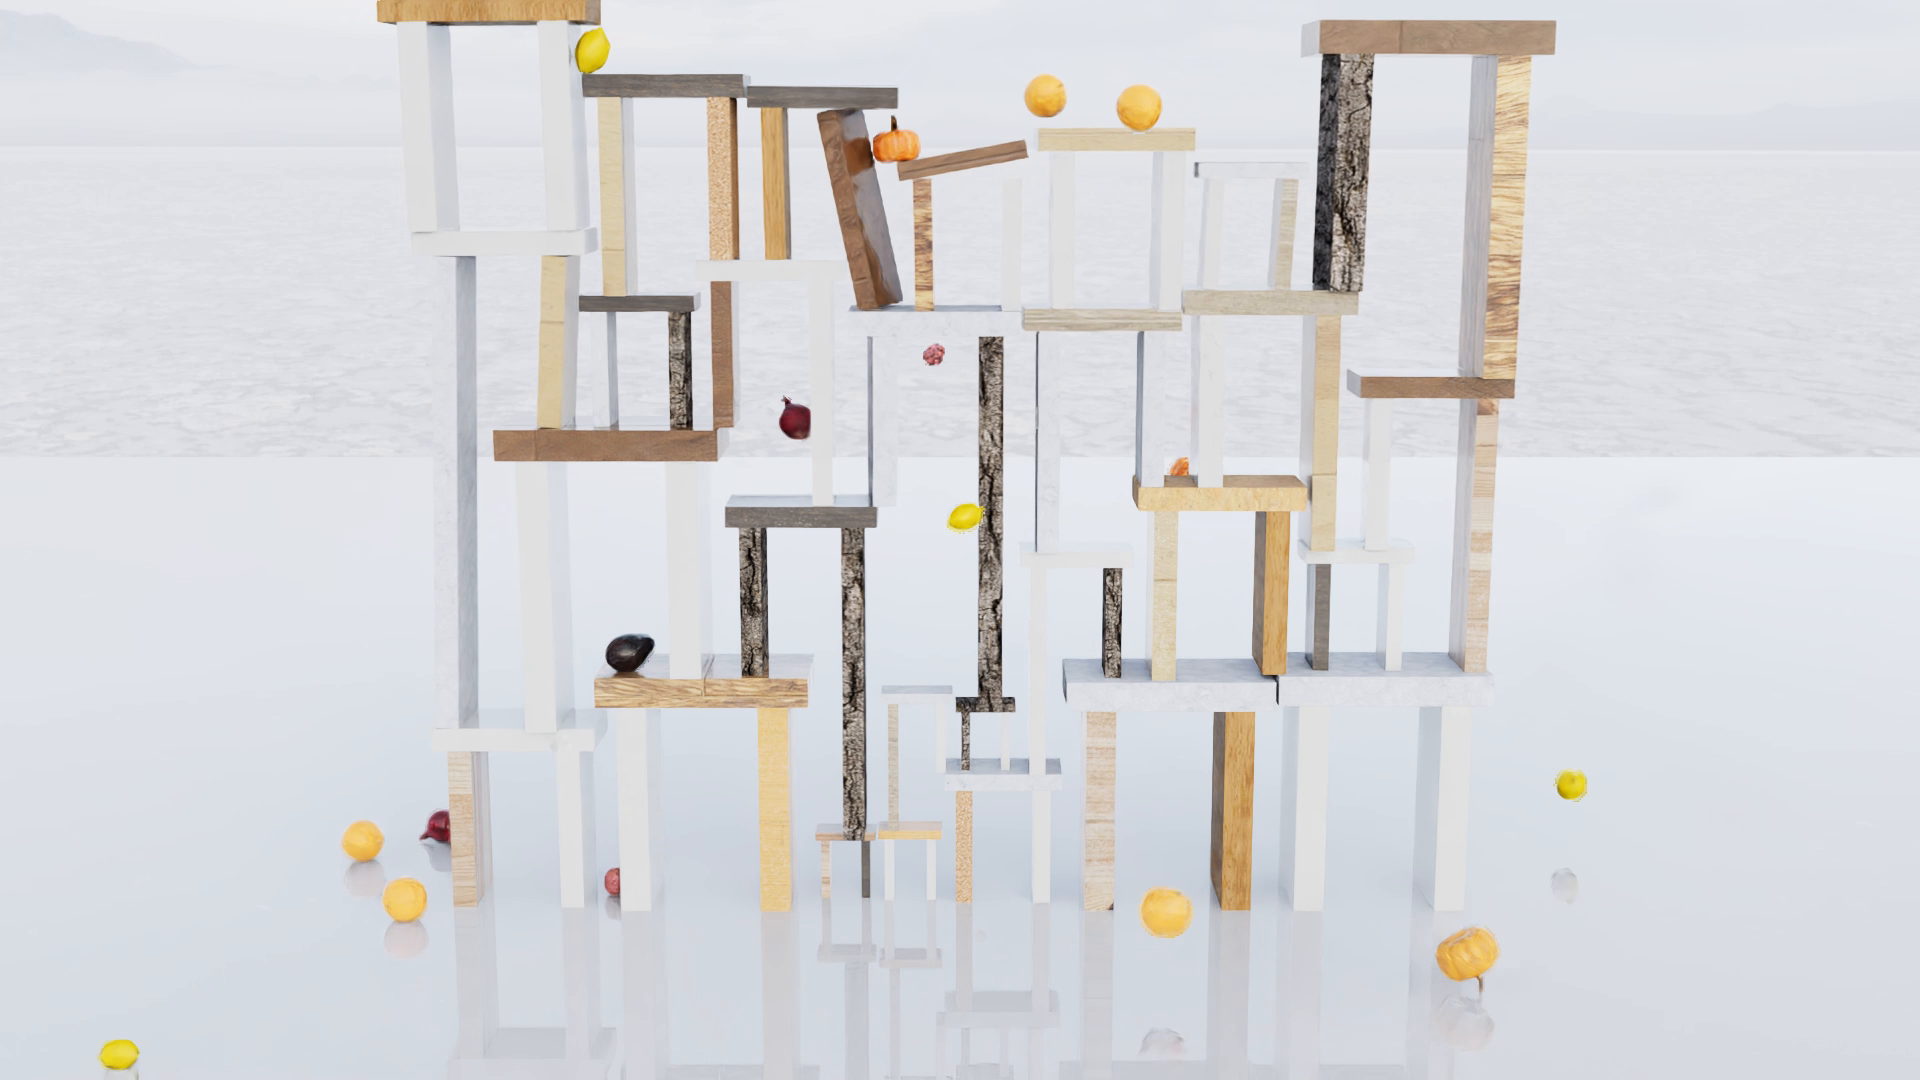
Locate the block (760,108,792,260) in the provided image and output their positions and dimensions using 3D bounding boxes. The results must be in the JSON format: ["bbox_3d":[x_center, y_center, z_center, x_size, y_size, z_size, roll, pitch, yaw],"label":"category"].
[{"bbox_3d":[-0.288,-0.561,3.457,0.033,0.231,0.116,-1,11,0],"label":"block"}]

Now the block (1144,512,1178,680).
[{"bbox_3d":[0.327,0.078,3.574,0.038,0.277,0.133,0,11,0],"label":"block"}]

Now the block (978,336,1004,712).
[{"bbox_3d":[0.049,-0.033,3.555,0.038,0.605,0.135,0,11,0],"label":"block"}]

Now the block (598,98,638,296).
[{"bbox_3d":[-0.538,-0.541,3.460,0.035,0.304,0.124,0,11,1],"label":"block"}]

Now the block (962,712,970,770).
[{"bbox_3d":[0.009,0.326,3.625,0.014,0.098,0.049,0,11,0],"label":"block"}]

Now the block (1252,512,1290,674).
[{"bbox_3d":[0.505,0.073,3.573,0.038,0.266,0.133,0,10,0],"label":"block"}]

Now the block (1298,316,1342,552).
[{"bbox_3d":[0.576,-0.178,3.528,0.039,0.375,0.136,0,11,0],"label":"block"}]

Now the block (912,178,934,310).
[{"bbox_3d":[-0.057,-0.469,3.476,0.029,0.203,0.102,-1,11,0],"label":"block"}]

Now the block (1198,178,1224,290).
[{"bbox_3d":[0.396,-0.485,3.472,0.024,0.170,0.085,3,11,0],"label":"block"}]

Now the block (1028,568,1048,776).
[{"bbox_3d":[0.126,0.206,3.594,0.026,0.345,0.091,0,11,0],"label":"block"}]

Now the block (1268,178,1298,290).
[{"bbox_3d":[0.510,-0.485,3.472,0.024,0.170,0.085,3,10,-1],"label":"block"}]

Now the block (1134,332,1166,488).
[{"bbox_3d":[0.305,-0.216,3.519,0.035,0.247,0.123,0,11,-1],"label":"block"}]

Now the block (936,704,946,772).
[{"bbox_3d":[-0.032,0.318,3.615,0.016,0.116,0.058,0,11,0],"label":"block"}]

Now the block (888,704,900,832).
[{"bbox_3d":[-0.109,0.367,3.624,0.016,0.216,0.058,0,11,0],"label":"block"}]

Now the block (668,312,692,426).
[{"bbox_3d":[-0.446,-0.277,3.508,0.026,0.181,0.090,0,11,0],"label":"block"}]

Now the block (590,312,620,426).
[{"bbox_3d":[-0.567,-0.277,3.509,0.026,0.181,0.090,0,11,1],"label":"block"}]

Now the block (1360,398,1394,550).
[{"bbox_3d":[0.670,-0.115,3.543,0.034,0.243,0.122,1,11,5],"label":"block"}]

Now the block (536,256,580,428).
[{"bbox_3d":[-0.638,-0.321,3.501,0.038,0.268,0.134,4,11,-1],"label":"block"}]

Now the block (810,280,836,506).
[{"bbox_3d":[-0.218,-0.239,3.514,0.033,0.356,0.115,0,11,-1],"label":"block"}]

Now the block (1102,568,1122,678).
[{"bbox_3d":[0.247,0.125,3.579,0.026,0.182,0.091,0,11,0],"label":"block"}]

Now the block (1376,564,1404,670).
[{"bbox_3d":[0.701,0.117,3.585,0.025,0.176,0.088,0,11,0],"label":"block"}]

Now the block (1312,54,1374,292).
[{"bbox_3d":[0.601,-0.577,3.457,0.051,0.358,0.179,1,11,0],"label":"block"}]

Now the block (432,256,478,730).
[{"bbox_3d":[-0.813,-0.080,3.545,0.038,0.757,0.134,2,11,1],"label":"block"}]

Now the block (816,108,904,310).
[{"bbox_3d":[-0.157,-0.522,3.472,0.033,0.311,0.116,-10,6,21],"label":"block"}]

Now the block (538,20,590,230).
[{"bbox_3d":[-0.619,-0.648,3.445,0.045,0.316,0.158,-1,11,-1],"label":"block"}]

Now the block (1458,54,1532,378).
[{"bbox_3d":[0.842,-0.511,3.472,0.051,0.494,0.179,0,11,0],"label":"block"}]

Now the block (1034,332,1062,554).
[{"bbox_3d":[0.140,-0.163,3.527,0.035,0.353,0.123,0,11,0],"label":"block"}]

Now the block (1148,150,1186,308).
[{"bbox_3d":[0.326,-0.491,3.465,0.034,0.242,0.121,0,11,-3],"label":"block"}]

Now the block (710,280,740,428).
[{"bbox_3d":[-0.373,-0.301,3.503,0.033,0.230,0.115,0,11,0],"label":"block"}]

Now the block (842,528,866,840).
[{"bbox_3d":[-0.173,0.225,3.597,0.034,0.519,0.121,0,10,-1],"label":"block"}]

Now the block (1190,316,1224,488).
[{"bbox_3d":[0.395,-0.229,3.519,0.039,0.272,0.136,-1,11,0],"label":"block"}]

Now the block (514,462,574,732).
[{"bbox_3d":[-0.673,0.077,3.573,0.050,0.439,0.176,0,11,0],"label":"block"}]

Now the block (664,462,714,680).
[{"bbox_3d":[-0.438,0.034,3.565,0.050,0.351,0.175,0,11,0],"label":"block"}]

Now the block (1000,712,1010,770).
[{"bbox_3d":[0.075,0.326,3.625,0.014,0.098,0.049,0,11,0],"label":"block"}]

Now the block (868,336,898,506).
[{"bbox_3d":[-0.125,-0.198,3.527,0.038,0.270,0.135,-1,11,-6],"label":"block"}]

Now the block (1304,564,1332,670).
[{"bbox_3d":[0.583,0.117,3.585,0.025,0.176,0.088,0,11,0],"label":"block"}]

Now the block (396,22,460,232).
[{"bbox_3d":[-0.831,-0.646,3.443,0.045,0.316,0.158,-1,11,0],"label":"block"}]

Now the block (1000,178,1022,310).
[{"bbox_3d":[0.081,-0.468,3.476,0.029,0.203,0.102,0,11,0],"label":"block"}]

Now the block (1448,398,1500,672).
[{"bbox_3d":[0.831,-0.015,3.562,0.034,0.444,0.122,0,11,0],"label":"block"}]

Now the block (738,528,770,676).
[{"bbox_3d":[-0.334,0.088,3.572,0.034,0.241,0.121,0,11,0],"label":"block"}]

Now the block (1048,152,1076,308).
[{"bbox_3d":[0.159,-0.490,3.462,0.034,0.242,0.121,0,11,-1],"label":"block"}]

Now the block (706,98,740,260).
[{"bbox_3d":[-0.371,-0.568,3.453,0.035,0.247,0.124,0,11,0],"label":"block"}]
